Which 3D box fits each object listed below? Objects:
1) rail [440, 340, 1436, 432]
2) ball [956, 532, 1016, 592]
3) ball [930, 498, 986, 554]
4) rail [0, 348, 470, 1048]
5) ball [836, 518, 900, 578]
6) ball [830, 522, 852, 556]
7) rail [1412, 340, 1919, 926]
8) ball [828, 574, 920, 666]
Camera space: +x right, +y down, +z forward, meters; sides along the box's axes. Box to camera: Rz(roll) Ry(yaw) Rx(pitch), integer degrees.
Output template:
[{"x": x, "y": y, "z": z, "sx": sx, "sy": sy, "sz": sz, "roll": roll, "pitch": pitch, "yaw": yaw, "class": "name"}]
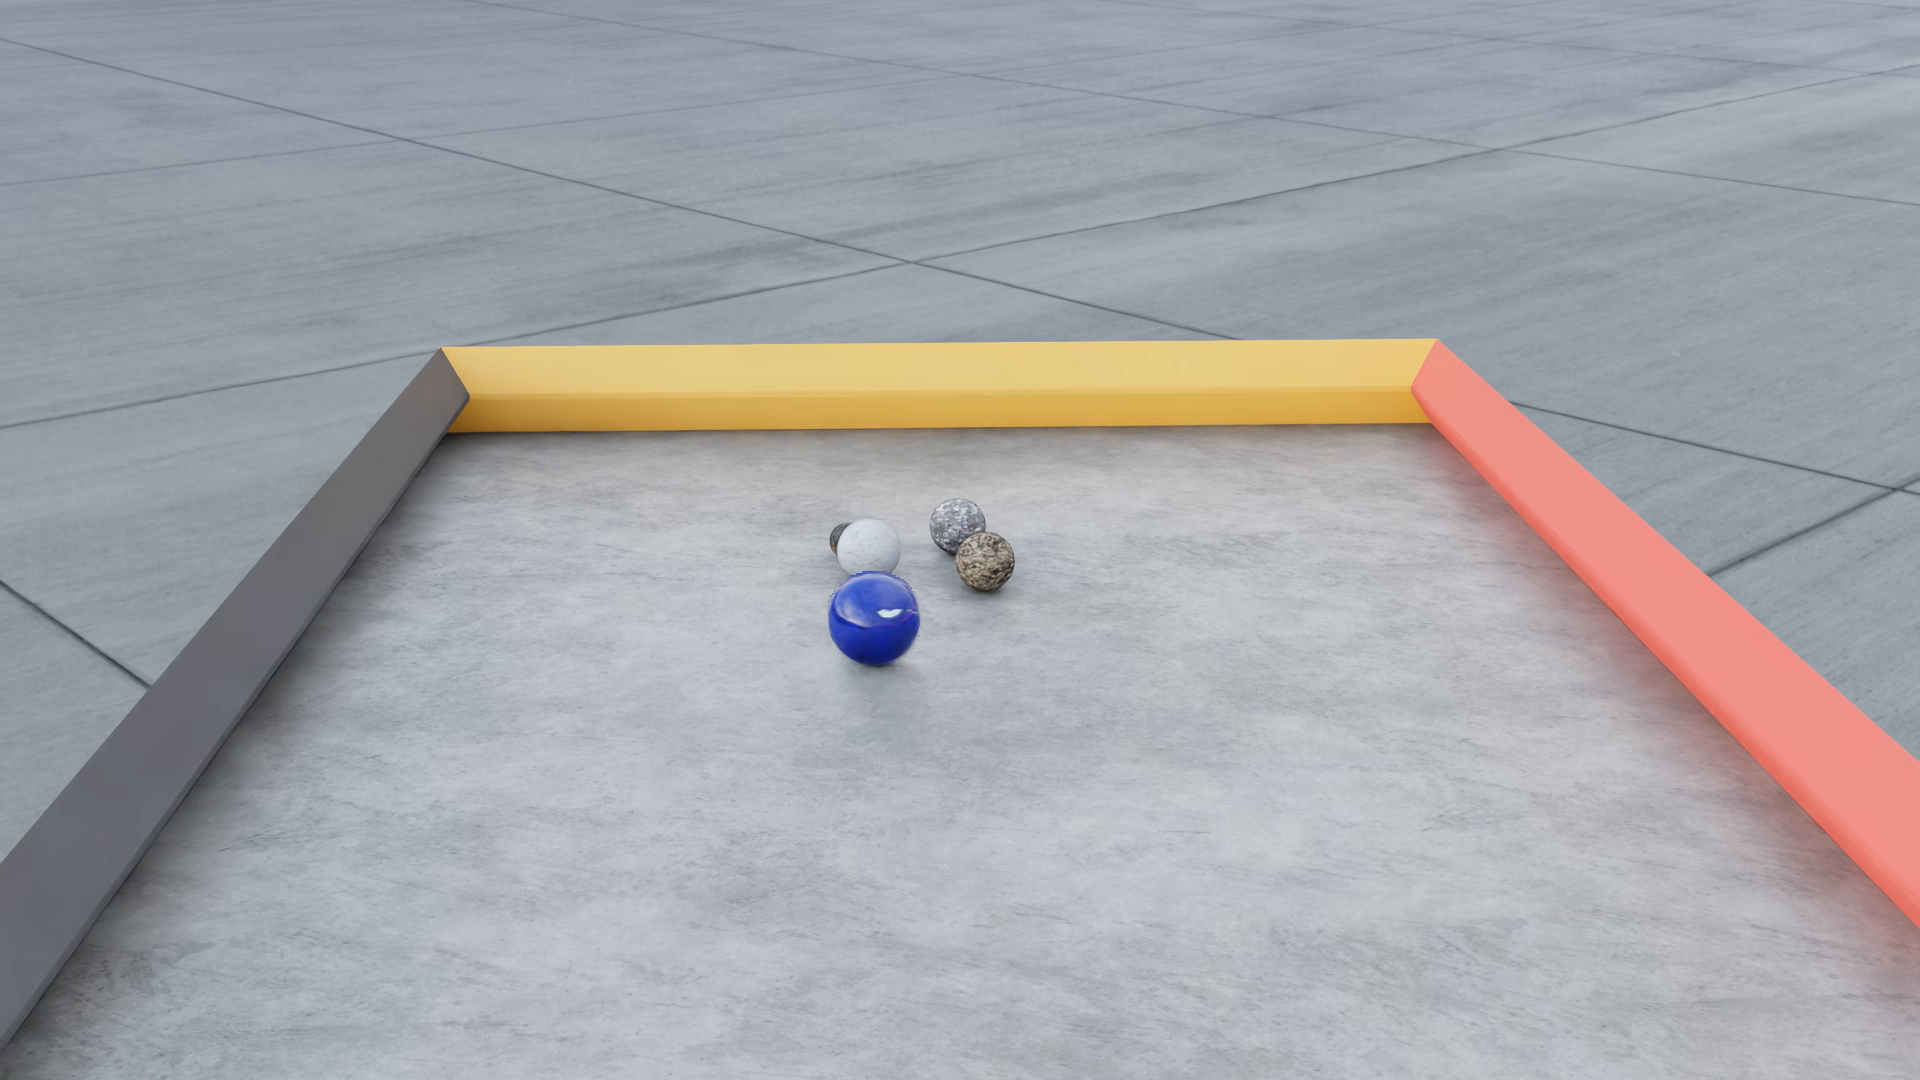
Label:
[{"x": -0.023, "y": -0.212, "z": 3.085, "sx": 1.404, "sy": 0.121, "sz": 0.045, "roll": -1, "pitch": 18, "yaw": -2, "class": "rail"}, {"x": 0.028, "y": 0.024, "z": 2.436, "sx": 0.066, "sy": 0.066, "sz": 0.066, "roll": 0, "pitch": 18, "yaw": 0, "class": "ball"}, {"x": -0.003, "y": -0.016, "z": 2.562, "sx": 0.066, "sy": 0.066, "sz": 0.066, "roll": 0, "pitch": 18, "yaw": 0, "class": "ball"}, {"x": -0.653, "y": 0.169, "z": 1.886, "sx": 0.045, "sy": 0.121, "sz": 2.512, "roll": -1, "pitch": 18, "yaw": -2, "class": "rail"}, {"x": -0.102, "y": 0.012, "z": 2.464, "sx": 0.072, "sy": 0.072, "sz": 0.072, "roll": 0, "pitch": 18, "yaw": 0, "class": "ball"}, {"x": -0.130, "y": 0.001, "z": 2.547, "sx": 0.043, "sy": 0.043, "sz": 0.043, "roll": 0, "pitch": 18, "yaw": 0, "class": "ball"}, {"x": 0.702, "y": 0.153, "z": 1.936, "sx": 0.045, "sy": 0.121, "sz": 2.512, "roll": -1, "pitch": 18, "yaw": -2, "class": "rail"}, {"x": -0.087, "y": 0.080, "z": 2.215, "sx": 0.093, "sy": 0.093, "sz": 0.093, "roll": 0, "pitch": 18, "yaw": 0, "class": "ball"}]
